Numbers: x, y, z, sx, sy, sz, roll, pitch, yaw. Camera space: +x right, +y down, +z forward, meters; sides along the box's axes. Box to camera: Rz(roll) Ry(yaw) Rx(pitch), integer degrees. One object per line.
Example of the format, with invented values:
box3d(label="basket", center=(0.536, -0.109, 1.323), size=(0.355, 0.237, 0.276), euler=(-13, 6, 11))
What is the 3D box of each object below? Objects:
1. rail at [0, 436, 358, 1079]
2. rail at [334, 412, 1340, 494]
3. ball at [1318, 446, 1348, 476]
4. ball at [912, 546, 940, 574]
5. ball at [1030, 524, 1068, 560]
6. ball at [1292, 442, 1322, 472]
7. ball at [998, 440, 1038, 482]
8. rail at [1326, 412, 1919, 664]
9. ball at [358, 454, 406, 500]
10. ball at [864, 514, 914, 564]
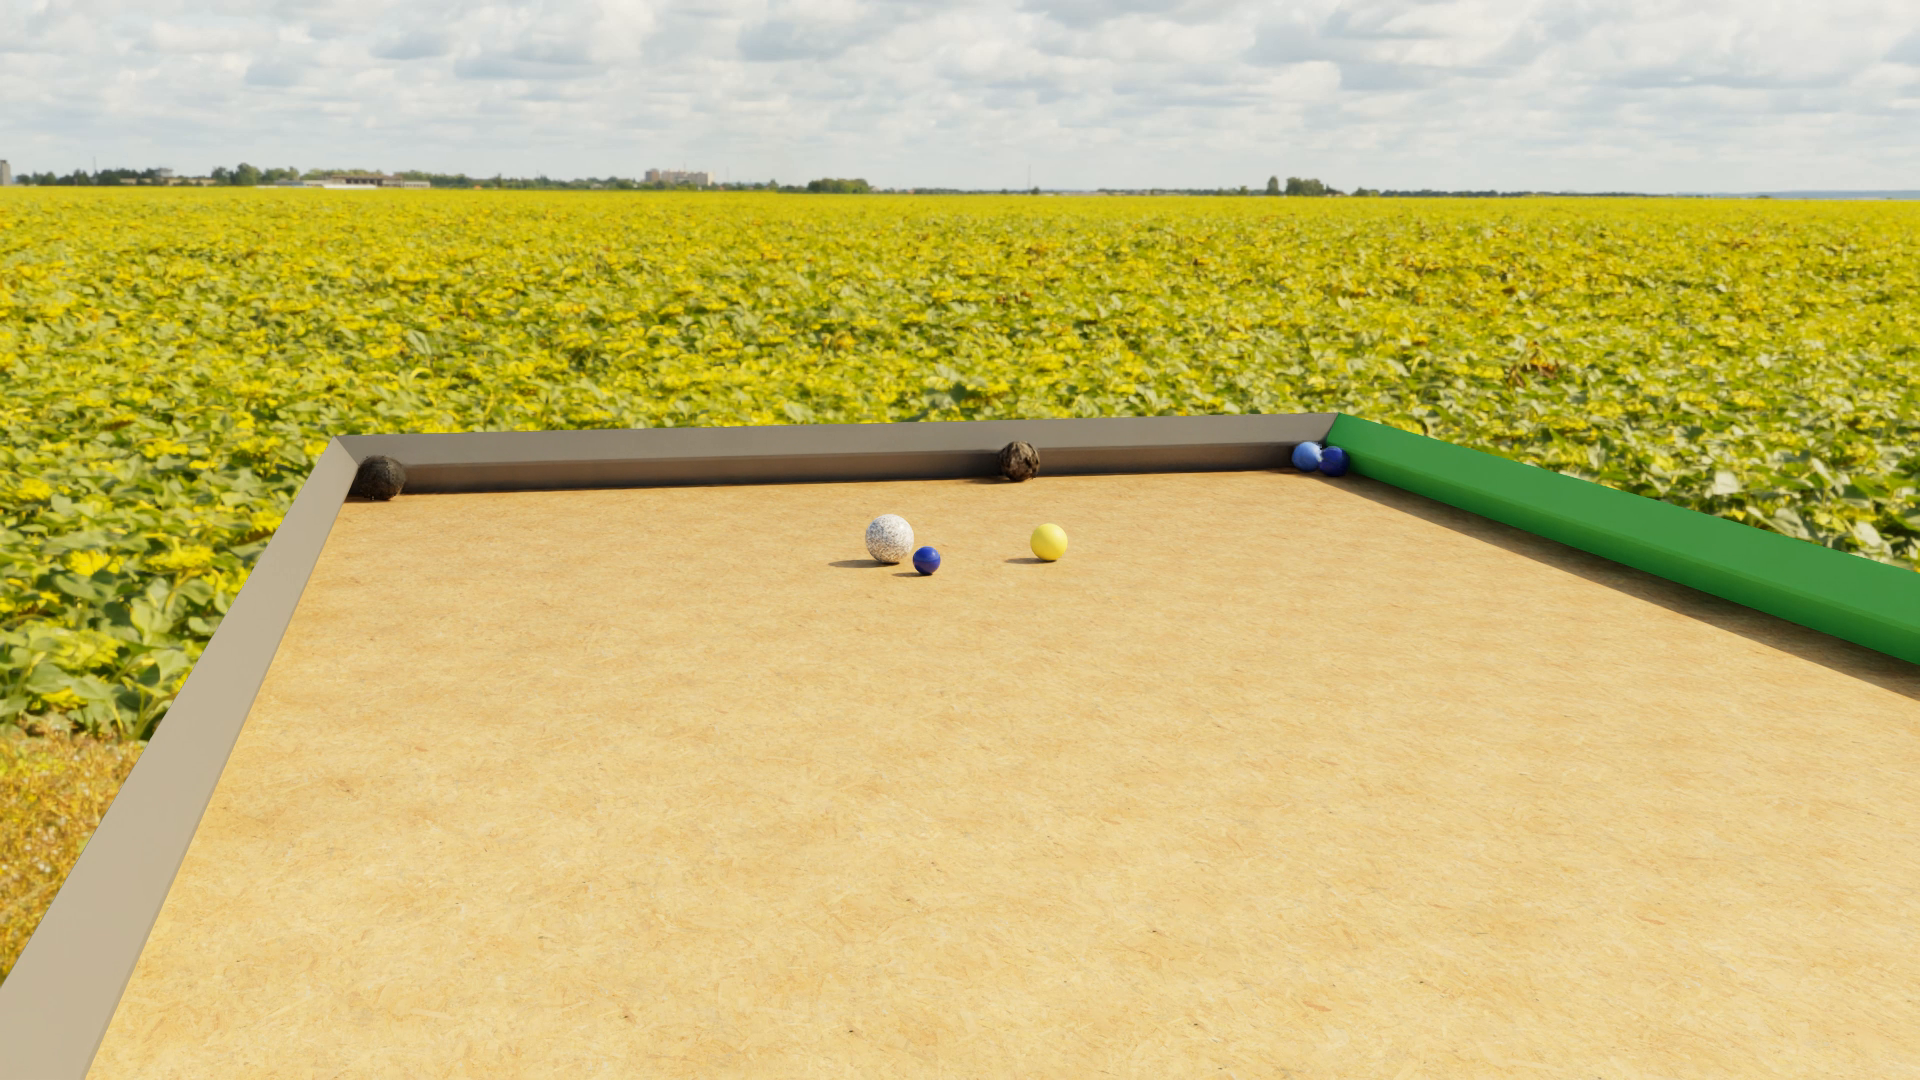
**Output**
box3d(label="rail", center=(-0.741, 0.159, 2.241), size=(0.045, 0.108, 3.730), euler=(-2, 10, -12))
box3d(label="rail", center=(-0.188, -0.167, 4.213), size=(1.956, 0.108, 0.045), euler=(-2, 10, -12))
box3d(label="ball", center=(0.727, -0.153, 4.284), size=(0.060, 0.060, 0.060), euler=(0, 9, 0))
box3d(label="ball", center=(-0.049, 0.030, 3.231), size=(0.042, 0.042, 0.042), euler=(0, 9, 0))
box3d(label="ball", center=(0.135, 0.003, 3.346), size=(0.057, 0.057, 0.057), euler=(0, 9, 0))
box3d(label="ball", center=(0.686, -0.163, 4.344), size=(0.061, 0.061, 0.061), euler=(0, 9, 0))
box3d(label="ball", center=(0.113, -0.151, 4.218), size=(0.078, 0.078, 0.078), euler=(0, 9, 0))
box3d(label="rail", center=(1.126, 0.095, 2.630), size=(0.045, 0.108, 3.730), euler=(-2, 10, -12))
box3d(label="ball", center=(-1.046, -0.113, 3.973), size=(0.083, 0.083, 0.083), euler=(0, 9, 0))
box3d(label="ball", center=(-0.107, -0.002, 3.322), size=(0.075, 0.075, 0.075), euler=(0, 9, 0))
